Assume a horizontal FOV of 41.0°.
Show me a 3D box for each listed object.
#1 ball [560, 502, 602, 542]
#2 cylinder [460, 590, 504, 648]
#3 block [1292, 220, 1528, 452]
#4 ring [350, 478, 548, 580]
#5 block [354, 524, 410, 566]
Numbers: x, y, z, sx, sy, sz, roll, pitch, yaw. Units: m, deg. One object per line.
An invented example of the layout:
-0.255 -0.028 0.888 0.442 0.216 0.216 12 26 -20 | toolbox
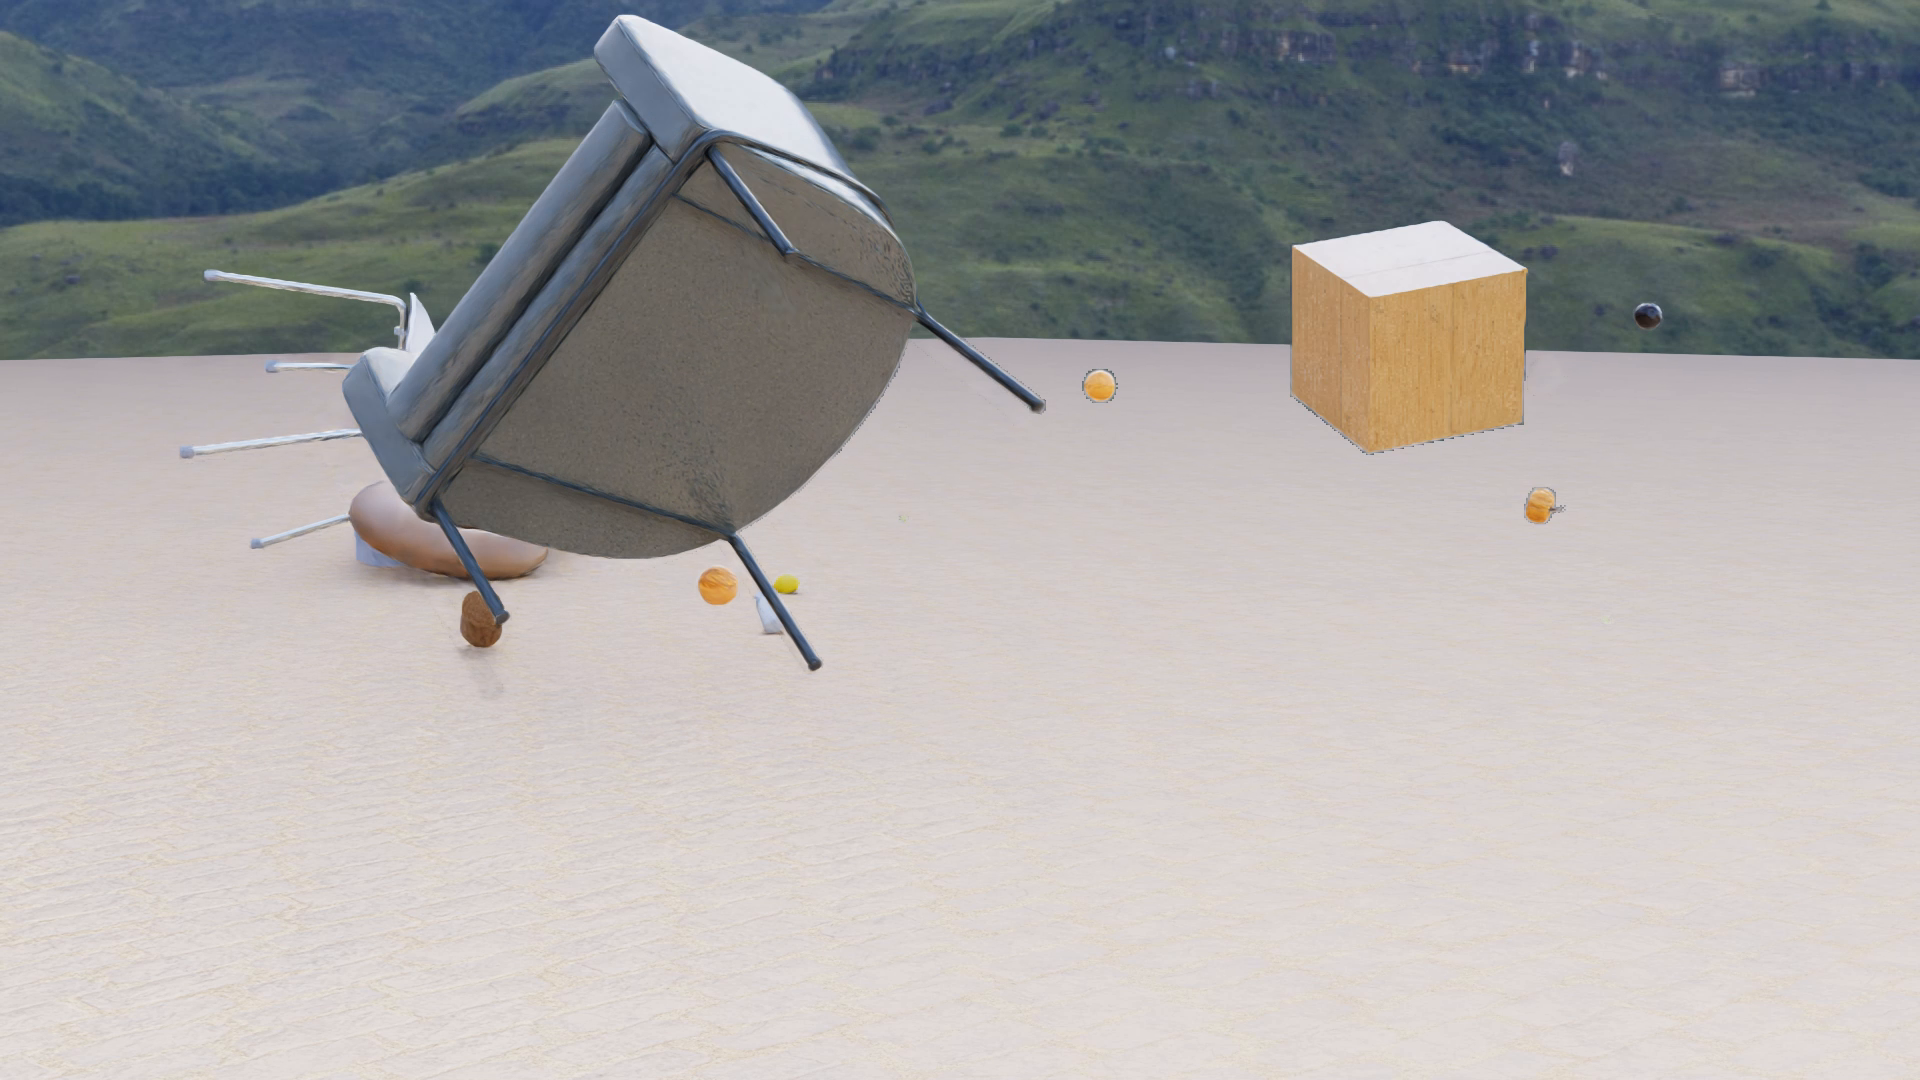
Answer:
-0.939 -0.044 6.348 0.101 0.101 0.101 0 6 0 | ball
-0.842 0.139 4.518 0.074 0.068 0.112 27 -24 -2 | cylinder
0.749 -0.347 4.306 0.283 0.270 0.283 -11 26 -16 | block
-1.120 -0.026 5.637 0.441 0.105 0.373 11 21 -18 | ring
-1.272 -0.008 5.938 0.213 0.112 0.173 -3 7 -27 | block
